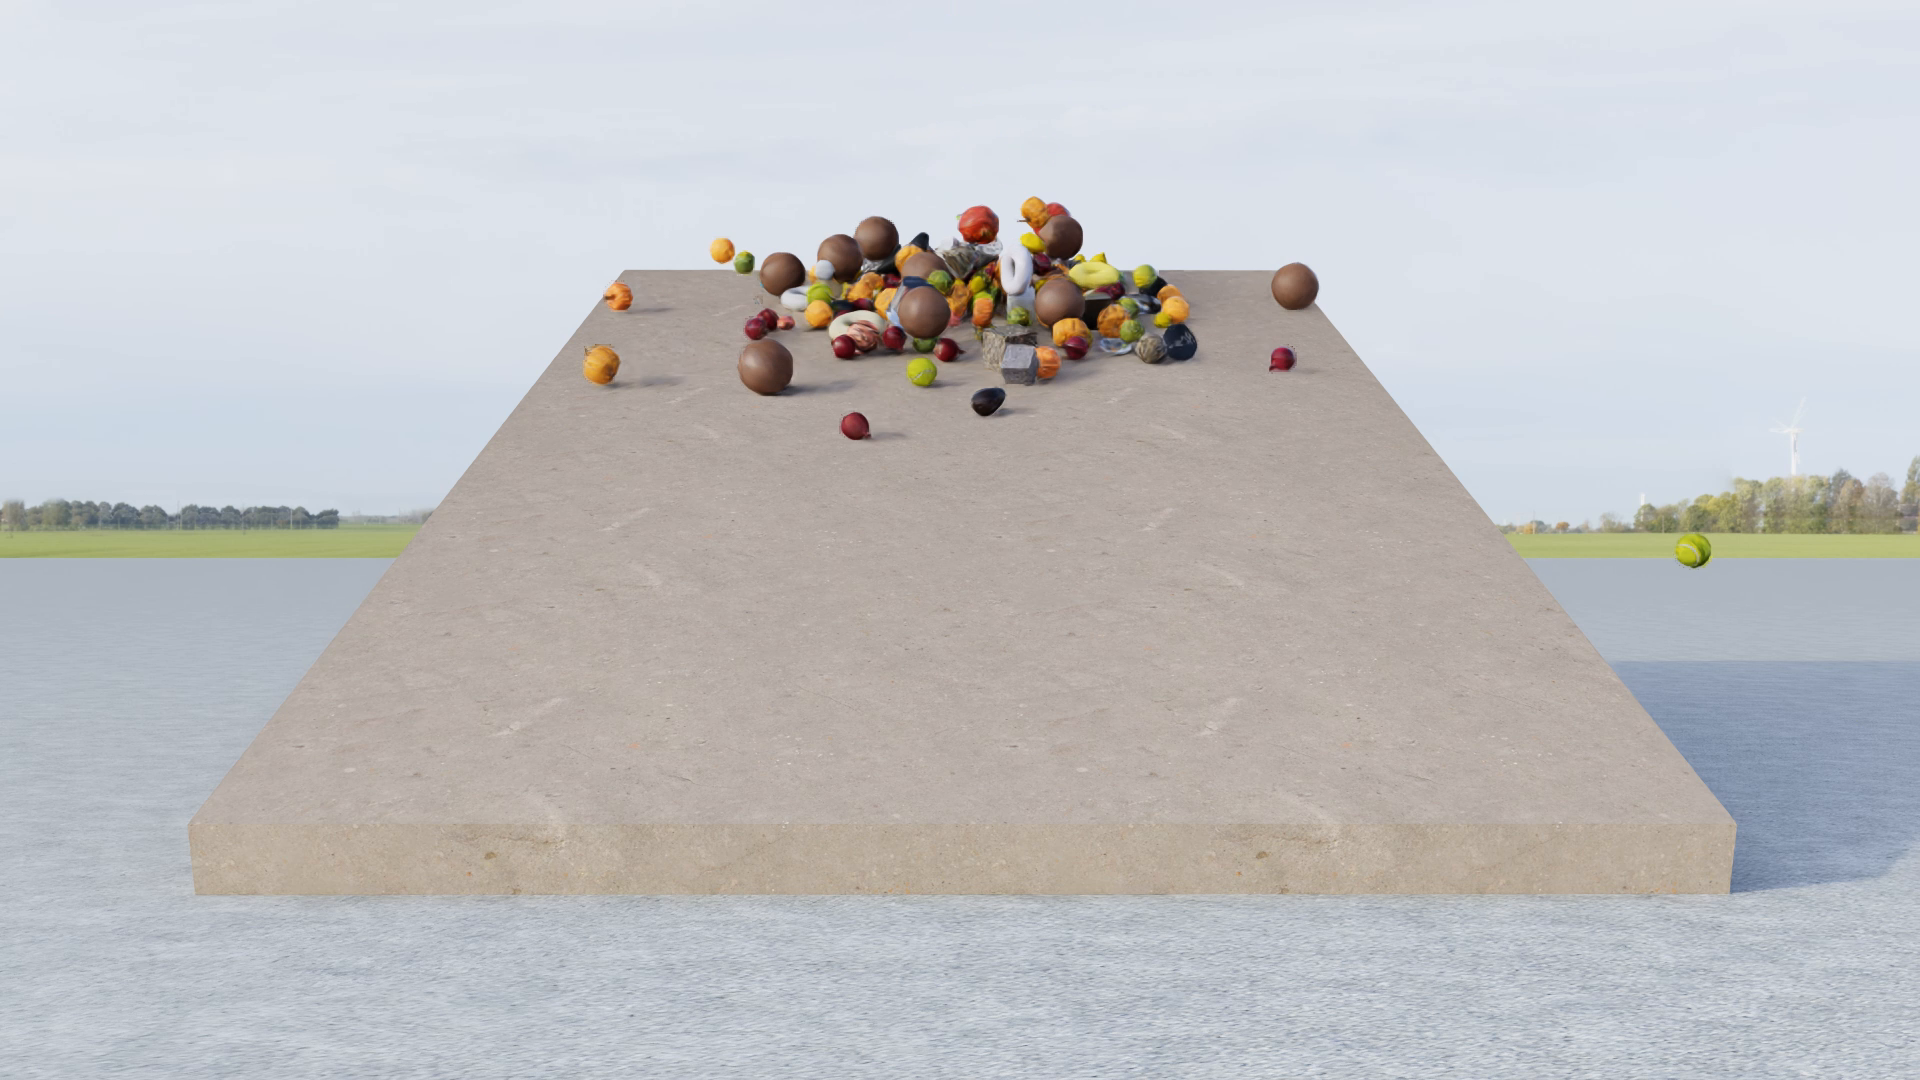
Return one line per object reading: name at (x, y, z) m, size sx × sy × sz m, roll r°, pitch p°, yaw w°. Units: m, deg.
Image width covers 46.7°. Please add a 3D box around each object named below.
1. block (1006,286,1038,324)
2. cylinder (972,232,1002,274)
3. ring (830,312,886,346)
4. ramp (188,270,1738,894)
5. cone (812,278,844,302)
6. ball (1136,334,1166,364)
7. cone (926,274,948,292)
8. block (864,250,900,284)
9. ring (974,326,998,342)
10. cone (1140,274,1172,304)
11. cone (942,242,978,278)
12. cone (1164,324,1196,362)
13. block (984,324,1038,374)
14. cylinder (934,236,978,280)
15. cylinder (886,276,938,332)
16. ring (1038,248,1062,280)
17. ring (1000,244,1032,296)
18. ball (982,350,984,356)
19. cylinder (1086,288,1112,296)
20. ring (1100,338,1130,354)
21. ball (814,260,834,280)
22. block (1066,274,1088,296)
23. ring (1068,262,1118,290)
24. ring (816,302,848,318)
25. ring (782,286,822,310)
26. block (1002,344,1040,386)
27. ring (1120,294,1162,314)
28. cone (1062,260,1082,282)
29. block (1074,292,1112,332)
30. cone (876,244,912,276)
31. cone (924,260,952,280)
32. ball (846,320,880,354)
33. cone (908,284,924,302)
block at (0.165, -0.627, 5.932) m, size 0.071 × 0.071 × 0.071 m, roll -3°, pitch 38°, yaw -8°
cylinder at (0.071, -0.833, 6.455) m, size 0.083 × 0.083 × 0.083 m, roll 0°, pitch -32°, yaw -24°
ring at (-0.263, -0.541, 5.687) m, size 0.146 × 0.049 × 0.146 m, roll -5°, pitch 30°, yaw 3°
ramp at (-0.003, -0.176, 4.796) m, size 2.000 × 0.100 × 4.000 m, roll 0°, pitch 17°, yaw 0°
cone at (-0.369, -0.711, 6.052) m, size 0.090 × 0.090 × 0.090 m, roll -6°, pitch 39°, yaw 5°
ball at (0.469, -0.469, 5.448) m, size 0.076 × 0.076 × 0.076 m, roll 0°, pitch 0°, yaw 0°
cone at (-0.054, -0.724, 6.314) m, size 0.060 × 0.060 × 0.060 m, roll -5°, pitch 3°, yaw -39°
block at (-0.227, -0.796, 6.493) m, size 0.083 × 0.083 × 0.083 m, roll 6°, pitch 18°, yaw 19°
ring at (0.080, -0.531, 5.726) m, size 0.091 × 0.030 × 0.091 m, roll 0°, pitch 19°, yaw 0°
cone at (0.518, -0.662, 6.129) m, size 0.098 × 0.098 × 0.098 m, roll 0°, pitch 41°, yaw 38°
cone at (0.015, -0.786, 6.104) m, size 0.092 × 0.092 × 0.092 m, roll -42°, pitch 7°, yaw -8°
cone at (0.522, -0.479, 5.537) m, size 0.097 × 0.097 × 0.097 m, roll 0°, pitch -12°, yaw -27°
block at (0.122, -0.461, 5.380) m, size 0.094 × 0.094 × 0.094 m, roll -13°, pitch 23°, yaw -29°
cylinder at (-0.014, -0.788, 6.201) m, size 0.088 × 0.088 × 0.088 m, roll 33°, pitch -17°, yaw -27°
cylinder at (-0.119, -0.590, 5.564) m, size 0.099 × 0.099 × 0.099 m, roll 0°, pitch -44°, yaw -38°
ring at (0.261, -0.796, 6.427) m, size 0.031 × 0.093 × 0.093 m, roll 28°, pitch 17°, yaw 35°
ring at (0.148, -0.709, 5.846) m, size 0.046 × 0.139 × 0.139 m, roll 2°, pitch -1°, yaw -24°
ball at (0.083, -0.458, 5.447) m, size 0.054 × 0.054 × 0.054 m, roll 0°, pitch 0°, yaw 0°
cylinder at (0.377, -0.671, 6.090) m, size 0.060 × 0.060 × 0.060 m, roll 27°, pitch -30°, yaw 17°
ring at (0.390, -0.488, 5.585) m, size 0.081 × 0.027 × 0.081 m, roll 8°, pitch 18°, yaw -3°
ball at (-0.343, -0.683, 5.627) m, size 0.052 × 0.052 × 0.052 m, roll 0°, pitch 0°, yaw 0°
block at (0.339, -0.724, 6.302) m, size 0.056 × 0.056 × 0.056 m, roll 16°, pitch 23°, yaw 31°
ring at (0.360, -0.712, 5.995) m, size 0.137 × 0.046 × 0.137 m, roll 0°, pitch 25°, yaw 0°
ring at (-0.346, -0.622, 6.018) m, size 0.087 × 0.029 × 0.087 m, roll 1°, pitch 24°, yaw 0°
ring at (-0.425, -0.664, 6.129) m, size 0.136 × 0.045 × 0.136 m, roll 0°, pitch 21°, yaw 0°
block at (0.142, -0.412, 5.230) m, size 0.067 × 0.067 × 0.067 m, roll 5°, pitch -30°, yaw 16°
ring at (0.490, -0.638, 6.015) m, size 0.115 × 0.038 × 0.115 m, roll 10°, pitch -4°, yaw 1°
cone at (0.316, -0.766, 6.478) m, size 0.082 × 0.082 × 0.082 m, roll 0°, pitch -12°, yaw -30°
block at (0.350, -0.601, 5.865) m, size 0.084 × 0.084 × 0.084 m, roll -2°, pitch 17°, yaw -7°
cone at (-0.199, -0.774, 6.289) m, size 0.098 × 0.098 × 0.098 m, roll -23°, pitch 5°, yaw -12°
cone at (-0.053, -0.753, 6.334) m, size 0.074 × 0.074 × 0.074 m, roll 16°, pitch 5°, yaw 21°
ball at (-0.243, -0.507, 5.555) m, size 0.084 × 0.084 × 0.084 m, roll 0°, pitch 0°, yaw 0°
cone at (-0.132, -0.693, 6.187) m, size 0.052 × 0.052 × 0.052 m, roll -20°, pitch 10°, yaw 4°
